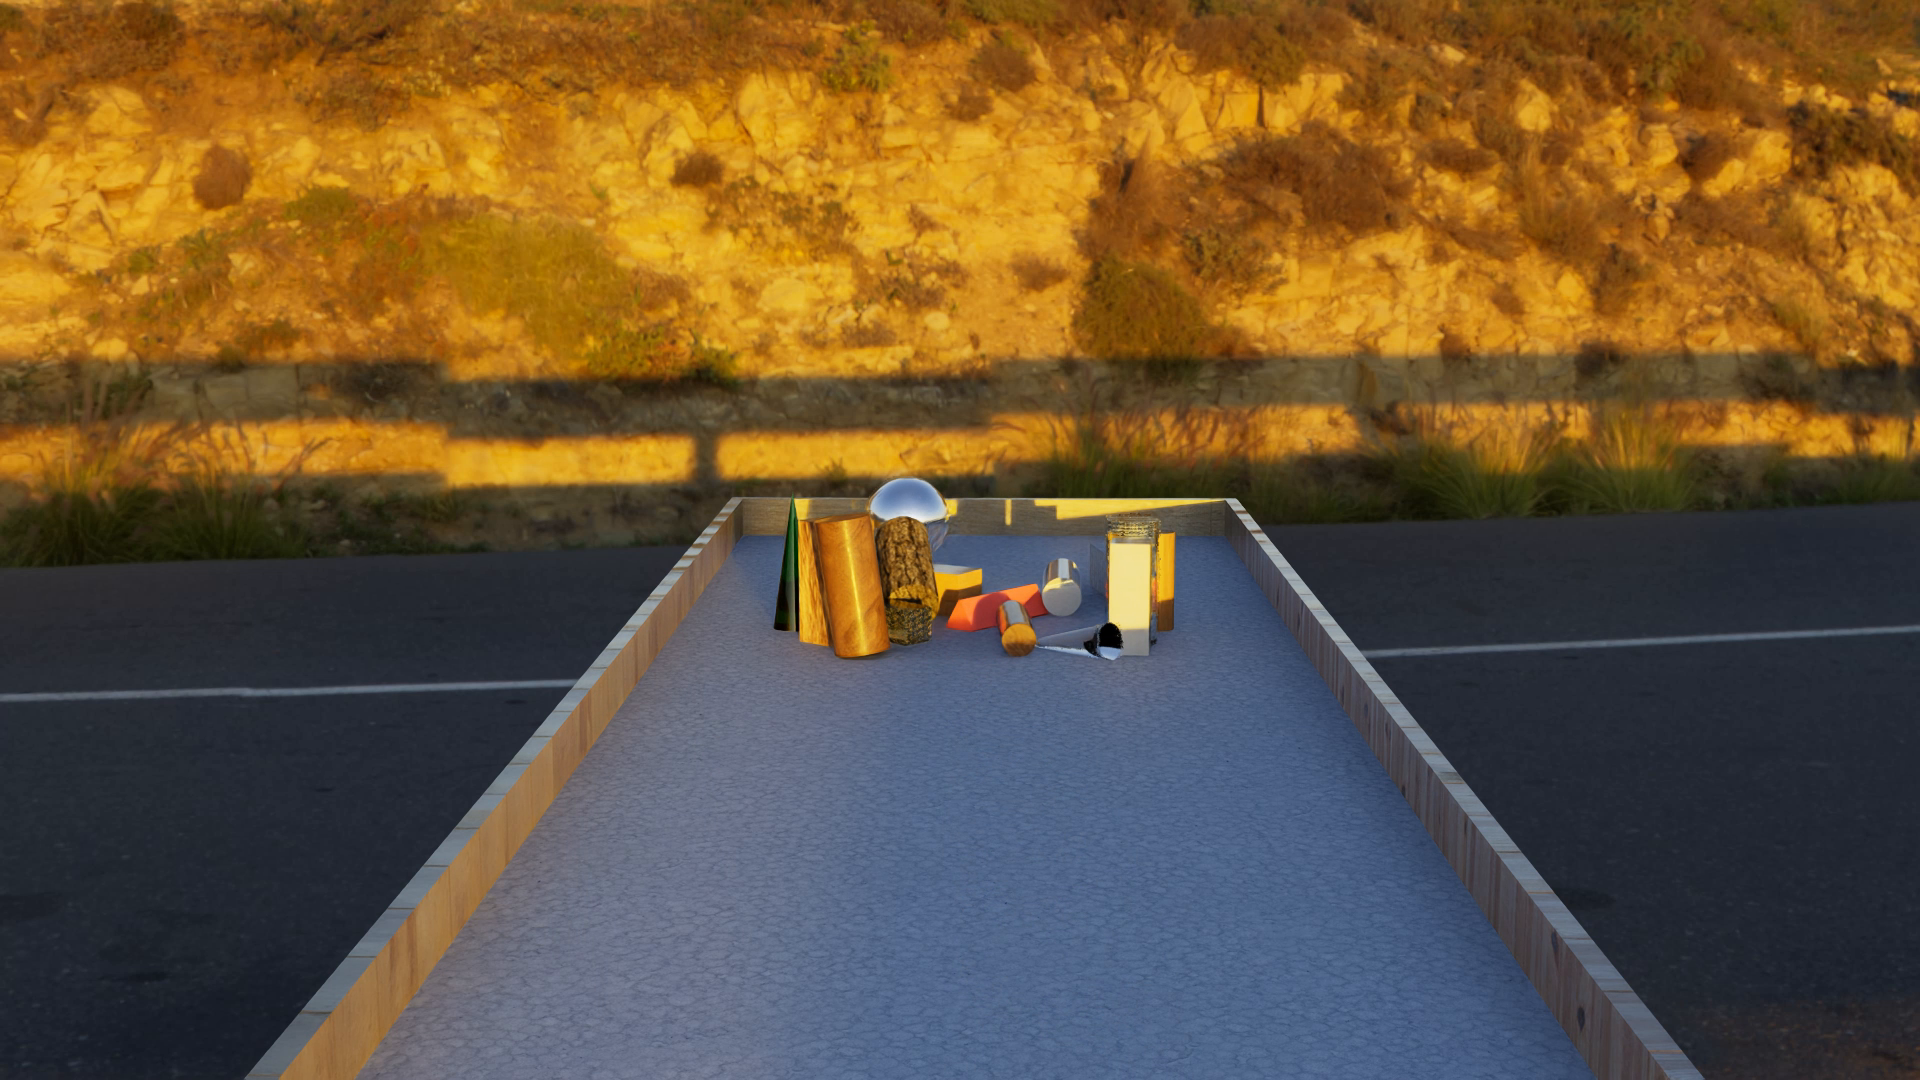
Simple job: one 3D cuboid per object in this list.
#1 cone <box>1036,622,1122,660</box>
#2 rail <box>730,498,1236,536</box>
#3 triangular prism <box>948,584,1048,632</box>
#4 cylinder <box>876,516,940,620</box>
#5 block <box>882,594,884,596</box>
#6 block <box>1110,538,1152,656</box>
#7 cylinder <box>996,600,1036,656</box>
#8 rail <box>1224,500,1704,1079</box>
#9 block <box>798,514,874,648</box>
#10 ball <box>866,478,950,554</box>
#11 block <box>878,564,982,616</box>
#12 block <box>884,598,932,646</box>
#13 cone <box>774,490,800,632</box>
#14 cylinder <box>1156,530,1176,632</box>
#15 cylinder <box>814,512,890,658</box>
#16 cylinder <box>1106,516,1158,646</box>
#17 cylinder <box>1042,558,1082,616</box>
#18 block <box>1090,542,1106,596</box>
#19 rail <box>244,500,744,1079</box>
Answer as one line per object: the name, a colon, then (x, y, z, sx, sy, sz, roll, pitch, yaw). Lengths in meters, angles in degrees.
cone: (0.316, 0.318, 6.823, 0.383, 0.114, 0.114, -3, 4, 42)
rail: (0.099, -0.098, 9.147, 2.100, 0.150, 0.050, 0, 9, 1)
triangular prism: (0.127, 0.218, 7.303, 0.113, 0.098, 0.398, 8, 12, 39)
cylinder: (-0.176, 0.105, 7.294, 0.178, 0.178, 0.384, -1, 36, -7)
block: (-0.413, 0.210, 7.356, 0.338, 0.102, 0.102, 5, 10, 28)
block: (0.527, 0.175, 6.793, 0.122, 0.348, 0.122, 1, 9, 8)
cylinder: (0.174, 0.276, 6.907, 0.105, 0.105, 0.347, 0, 10, -3)
rail: (1.046, 0.843, 3.208, 0.050, 0.150, 12.000, 0, 9, 1)
block: (-0.390, 0.128, 6.963, 0.169, 0.387, 0.169, 7, 12, 39)
ball: (-0.203, -0.078, 8.458, 0.326, 0.326, 0.326, 0, 9, 0)
block: (-0.105, 0.165, 7.504, 0.332, 0.145, 0.145, 6, 11, 33)
block: (-0.264, 0.251, 7.066, 0.373, 0.112, 0.112, 9, 12, 43)
cone: (-0.543, 0.060, 7.170, 0.138, 0.457, 0.138, 0, 9, 0)
cylinder: (0.647, 0.131, 7.162, 0.102, 0.320, 0.102, 0, 9, 0)
cylinder: (-0.329, 0.137, 6.748, 0.173, 0.416, 0.173, -8, 7, 1)
cylinder: (0.541, 0.130, 6.930, 0.163, 0.393, 0.163, 0, 10, 0)
cylinder: (0.350, 0.161, 7.571, 0.132, 0.132, 0.393, 0, 9, 3)
block: (0.581, 0.118, 7.781, 0.152, 0.152, 0.454, -1, 9, -9)
rail: (-1.004, 0.839, 3.234, 0.050, 0.150, 12.000, 0, 9, 1)
